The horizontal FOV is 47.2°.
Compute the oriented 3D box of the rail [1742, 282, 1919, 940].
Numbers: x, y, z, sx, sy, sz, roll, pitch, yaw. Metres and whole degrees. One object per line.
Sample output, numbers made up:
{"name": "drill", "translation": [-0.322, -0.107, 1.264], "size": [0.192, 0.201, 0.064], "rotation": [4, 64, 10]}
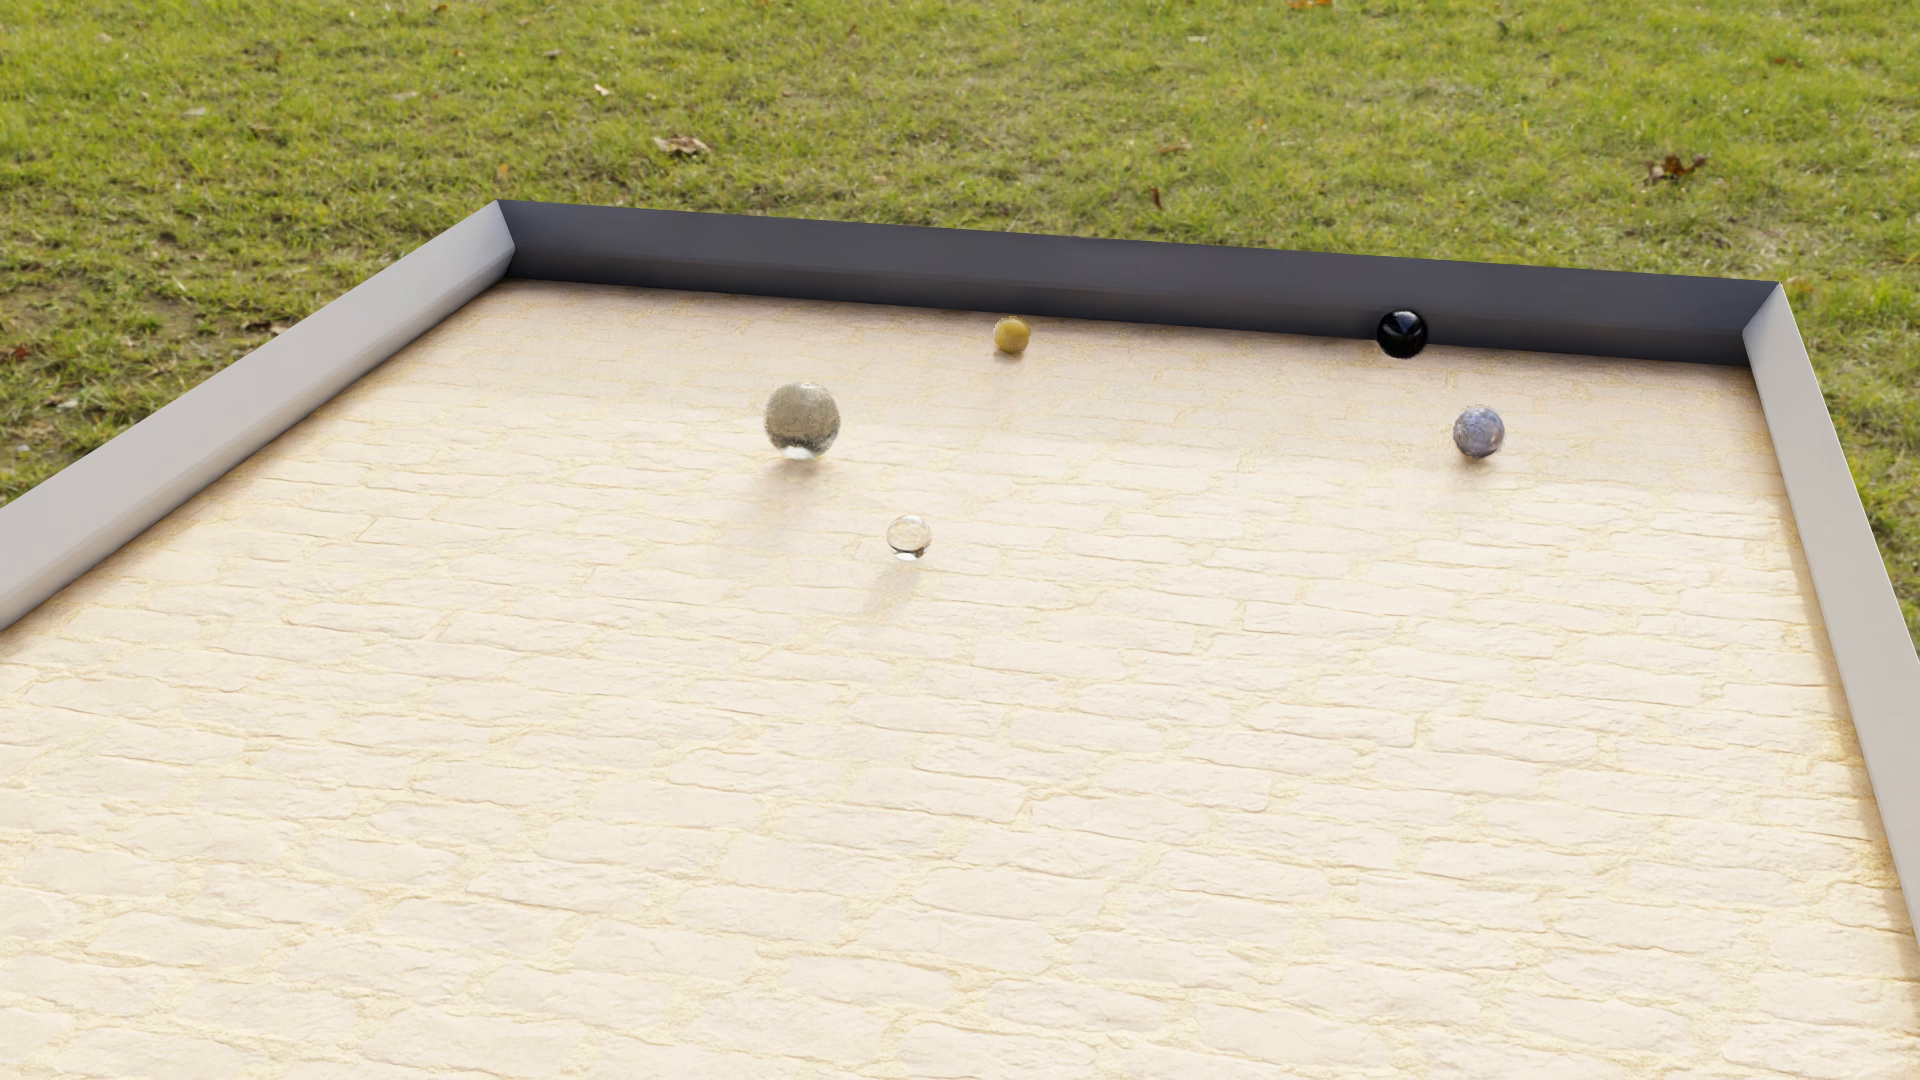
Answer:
{"name": "rail", "translation": [0.683, 0.407, 1.412], "size": [0.045, 0.121, 3.543], "rotation": [5, 25, 12]}

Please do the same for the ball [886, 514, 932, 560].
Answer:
{"name": "ball", "translation": [-0.056, -0.003, 2.422], "size": [0.051, 0.051, 0.051], "rotation": [0, 24, 0]}

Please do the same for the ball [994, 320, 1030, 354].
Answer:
{"name": "ball", "translation": [0.072, -0.282, 3.054], "size": [0.049, 0.049, 0.049], "rotation": [0, 24, 0]}

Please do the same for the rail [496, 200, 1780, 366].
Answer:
{"name": "rail", "translation": [0.195, -0.368, 3.155], "size": [1.860, 0.121, 0.045], "rotation": [5, 25, 12]}

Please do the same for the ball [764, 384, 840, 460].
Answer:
{"name": "ball", "translation": [-0.193, -0.144, 2.689], "size": [0.093, 0.093, 0.093], "rotation": [0, 24, 0]}

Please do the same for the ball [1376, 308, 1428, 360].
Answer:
{"name": "ball", "translation": [0.610, -0.284, 3.032], "size": [0.069, 0.069, 0.069], "rotation": [0, 24, 0]}

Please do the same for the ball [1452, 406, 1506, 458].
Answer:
{"name": "ball", "translation": [0.637, -0.132, 2.699], "size": [0.062, 0.062, 0.062], "rotation": [0, 24, 0]}

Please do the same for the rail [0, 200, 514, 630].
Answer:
{"name": "rail", "translation": [-1.083, 0.241, 1.786], "size": [0.045, 0.121, 3.543], "rotation": [5, 25, 12]}
